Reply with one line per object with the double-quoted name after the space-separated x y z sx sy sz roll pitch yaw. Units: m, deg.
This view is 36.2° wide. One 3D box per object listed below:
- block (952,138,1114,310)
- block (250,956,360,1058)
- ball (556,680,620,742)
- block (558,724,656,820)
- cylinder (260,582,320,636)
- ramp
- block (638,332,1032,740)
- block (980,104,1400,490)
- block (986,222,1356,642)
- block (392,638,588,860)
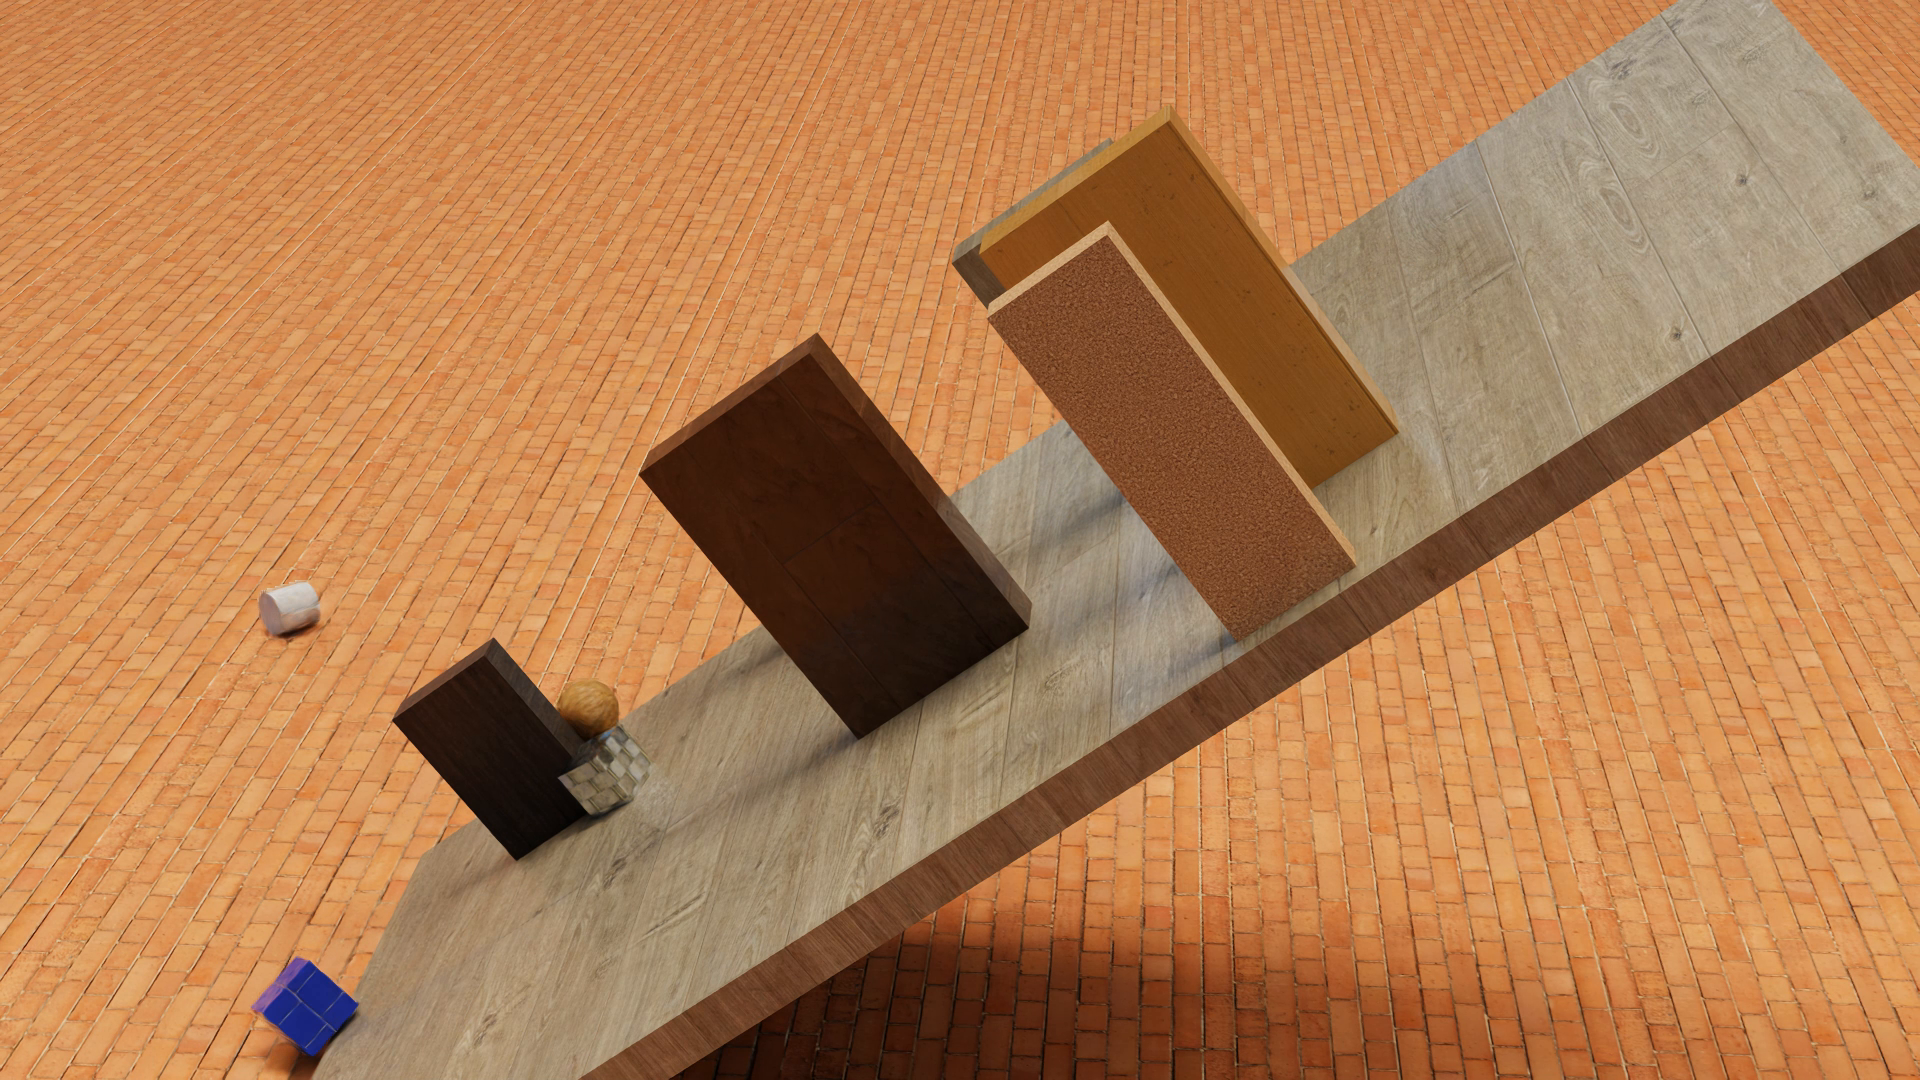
0.343 -0.468 6.256 0.406 0.650 0.126 -34 16 16 "block"
-1.555 1.107 6.976 0.161 0.161 0.161 -50 15 -19 "block"
-0.911 0.420 7.205 0.153 0.153 0.153 0 22 0 "ball"
-0.840 0.552 7.005 0.138 0.138 0.138 -28 19 35 "block"
-2.119 0.216 9.305 0.139 0.139 0.139 -18 29 -37 "cylinder"
0.130 0.178 6.320 4.000 0.100 2.000 -34 16 16 "ramp"
-0.253 -0.001 6.114 0.449 0.740 0.132 -34 16 16 "block"
0.442 -0.395 5.636 0.440 0.754 0.125 -34 16 16 "block"
0.377 -0.184 5.185 0.257 0.753 0.084 -34 16 16 "block"
-1.098 0.507 7.102 0.295 0.465 0.106 -34 16 16 "block"
